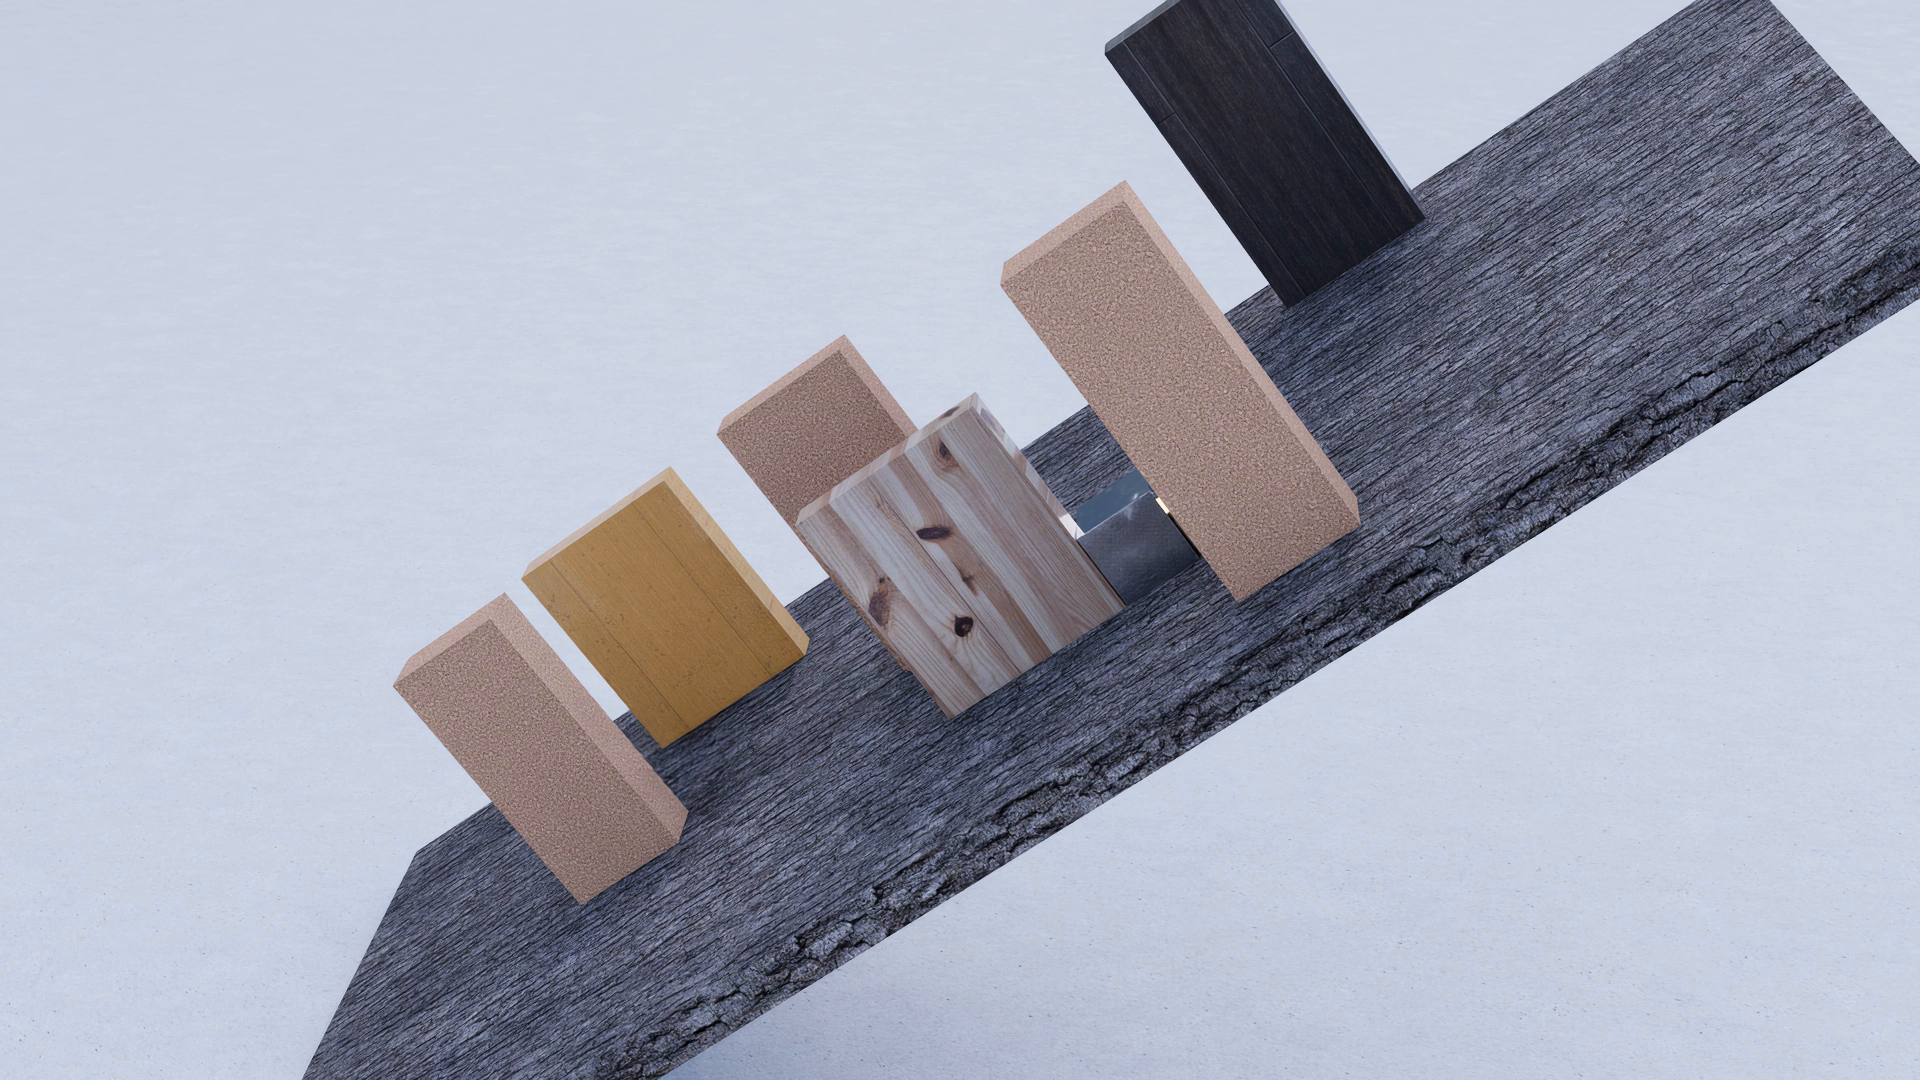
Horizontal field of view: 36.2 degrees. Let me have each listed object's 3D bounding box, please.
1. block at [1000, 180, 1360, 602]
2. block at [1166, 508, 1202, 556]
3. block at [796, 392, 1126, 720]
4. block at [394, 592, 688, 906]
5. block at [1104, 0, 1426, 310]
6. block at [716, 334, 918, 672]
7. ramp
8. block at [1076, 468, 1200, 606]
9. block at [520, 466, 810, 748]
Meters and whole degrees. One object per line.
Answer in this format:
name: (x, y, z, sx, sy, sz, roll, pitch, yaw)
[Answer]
block: (0.406, -0.267, 5.375, 0.271, 0.749, 0.141, -33, 16, 16)
block: (0.486, -0.061, 5.806, 0.113, 0.113, 0.113, -34, 16, 14)
block: (0.005, 0.036, 5.843, 0.435, 0.514, 0.085, -33, 16, 16)
block: (-0.911, 0.459, 6.427, 0.276, 0.646, 0.146, -33, 16, 16)
block: (0.692, -0.927, 6.665, 0.375, 0.730, 0.108, -33, 16, 16)
block: (-0.181, -0.074, 6.282, 0.327, 0.669, 0.107, -33, 16, 16)
ramp: (0.132, 0.177, 6.315, 4.000, 0.100, 2.000, -33, 16, 16)
block: (0.353, -0.013, 5.850, 0.174, 0.174, 0.174, -34, 16, 14)
block: (-0.698, 0.164, 6.994, 0.435, 0.541, 0.097, -33, 16, 16)
